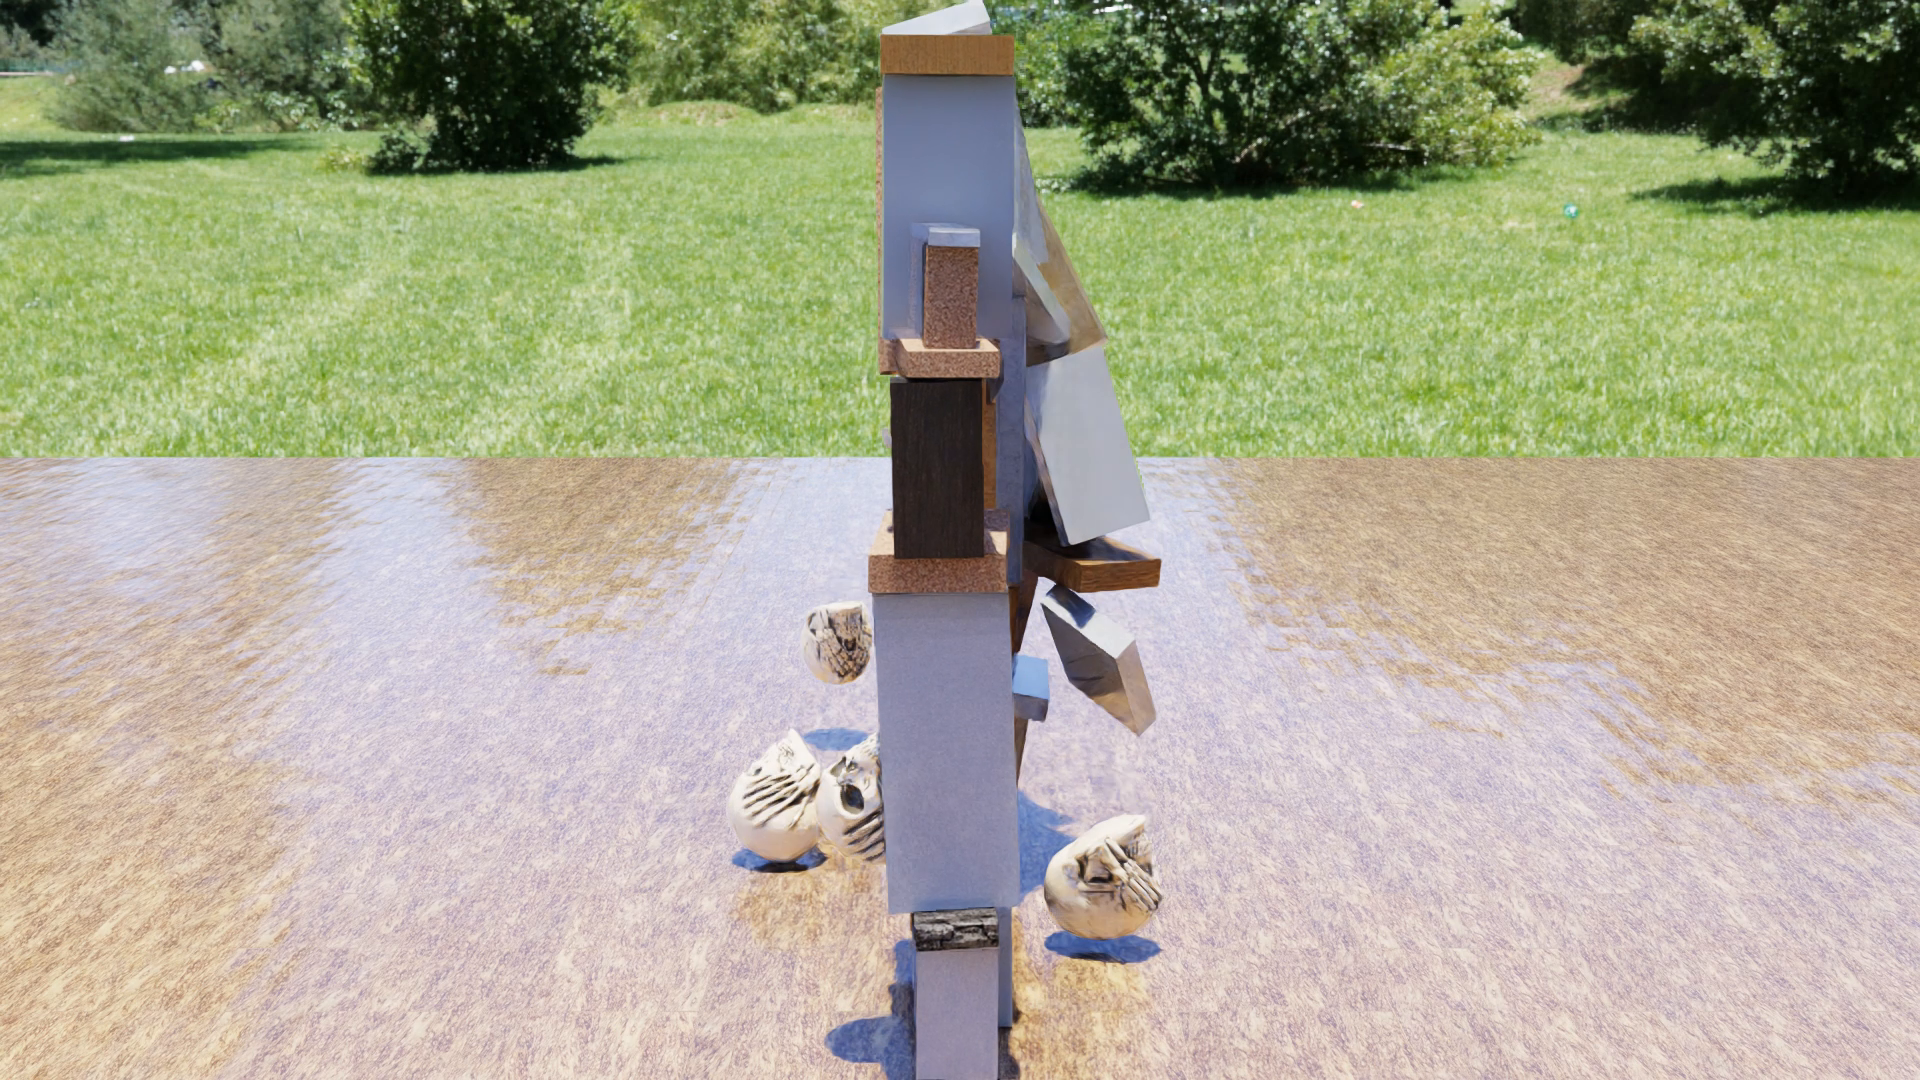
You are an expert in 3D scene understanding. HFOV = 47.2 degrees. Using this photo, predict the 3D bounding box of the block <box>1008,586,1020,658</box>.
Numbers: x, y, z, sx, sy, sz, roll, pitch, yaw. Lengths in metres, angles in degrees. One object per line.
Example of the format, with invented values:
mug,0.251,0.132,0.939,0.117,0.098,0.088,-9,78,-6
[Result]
block,0.050,0.157,3.659,0.085,0.169,0.024,10,8,36

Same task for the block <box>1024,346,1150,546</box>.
block,0.197,-0.152,3.562,0.147,0.293,0.042,-17,4,-17

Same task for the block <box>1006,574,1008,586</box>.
block,-0.021,0.181,3.138,0.174,0.348,0.049,-3,12,-13

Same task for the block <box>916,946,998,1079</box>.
block,-0.005,0.627,2.886,0.107,0.213,0.030,-1,11,-4

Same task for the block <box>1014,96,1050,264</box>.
block,0.028,-0.593,3.518,0.167,0.334,0.047,-11,6,6

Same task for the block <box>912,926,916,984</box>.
block,-0.009,0.599,3.024,0.107,0.213,0.030,-3,11,-2

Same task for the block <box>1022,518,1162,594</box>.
block,0.166,0.015,3.697,0.166,0.047,0.332,-4,17,-36

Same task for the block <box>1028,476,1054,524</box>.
block,0.184,-0.089,3.690,0.103,0.029,0.206,4,-28,-8

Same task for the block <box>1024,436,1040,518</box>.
block,0.099,-0.141,3.764,0.103,0.206,0.029,0,18,-23

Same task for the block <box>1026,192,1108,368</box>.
block,0.077,-0.489,3.676,0.167,0.434,0.047,-27,-6,15

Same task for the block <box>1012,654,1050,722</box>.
block,0.081,0.246,3.822,0.141,0.040,0.283,12,11,-1

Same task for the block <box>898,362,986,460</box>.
block,-0.025,-0.121,2.905,0.113,0.227,0.032,0,10,-3

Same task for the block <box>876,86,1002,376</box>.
block,-0.030,-0.434,3.084,0.169,0.400,0.048,-1,-2,3

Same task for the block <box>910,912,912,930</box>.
block,-0.004,0.473,3.483,0.148,0.296,0.042,0,14,0

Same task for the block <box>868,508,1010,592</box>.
block,-0.023,0.011,2.960,0.174,0.049,0.348,0,10,2

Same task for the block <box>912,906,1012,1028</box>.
block,0.003,0.547,3.122,0.140,0.281,0.040,-1,3,0

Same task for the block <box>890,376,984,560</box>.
block,-0.028,-0.090,2.751,0.113,0.227,0.032,-1,17,0

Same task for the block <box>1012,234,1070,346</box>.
block,0.063,-0.391,3.504,0.147,0.042,0.293,-3,-23,19

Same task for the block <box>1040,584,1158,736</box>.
block,0.235,0.203,3.693,0.166,0.047,0.332,37,-14,26

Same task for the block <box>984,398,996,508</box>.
block,-0.011,-0.080,3.279,0.128,0.257,0.036,0,13,3

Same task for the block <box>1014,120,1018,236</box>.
block,0.020,-0.584,3.437,0.131,0.261,0.037,-3,-6,17

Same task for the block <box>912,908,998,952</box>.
block,-0.011,0.492,2.930,0.107,0.030,0.213,-3,11,-3

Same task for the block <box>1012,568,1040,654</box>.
block,0.021,0.196,4.003,0.166,0.550,0.047,5,48,-7

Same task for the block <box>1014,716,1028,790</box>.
block,0.027,0.415,3.782,0.141,0.283,0.040,9,11,-3

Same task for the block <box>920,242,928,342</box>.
block,-0.016,-0.315,2.804,0.063,0.126,0.018,0,11,-9

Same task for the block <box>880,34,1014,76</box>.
block,-0.020,-0.642,2.950,0.169,0.048,0.337,0,9,-2

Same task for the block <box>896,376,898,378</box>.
block,-0.017,-0.391,4.243,0.140,0.281,0.040,11,24,-25

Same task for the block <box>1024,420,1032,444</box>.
block,0.133,-0.220,3.670,0.103,0.029,0.206,1,30,-22

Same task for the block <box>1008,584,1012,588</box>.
block,0.028,0.071,3.593,0.085,0.024,0.169,5,13,19

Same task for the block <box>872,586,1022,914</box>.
block,-0.017,0.272,2.870,0.174,0.425,0.049,-3,10,-3

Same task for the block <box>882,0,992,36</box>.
block,-0.029,-0.747,3.628,0.167,0.047,0.334,-18,-24,-5

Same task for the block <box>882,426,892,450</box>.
block,-0.047,-0.203,4.150,0.140,0.040,0.281,-13,7,-13

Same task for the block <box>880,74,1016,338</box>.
block,-0.017,-0.433,2.869,0.169,0.338,0.048,0,10,-5

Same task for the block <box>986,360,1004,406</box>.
block,-0.007,-0.240,3.327,0.128,0.036,0.257,1,12,6

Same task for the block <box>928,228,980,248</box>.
block,-0.008,-0.379,2.751,0.063,0.018,0.126,1,10,-1

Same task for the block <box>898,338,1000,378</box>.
block,-0.017,-0.235,2.809,0.113,0.032,0.227,0,10,-4

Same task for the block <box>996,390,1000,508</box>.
block,-0.002,-0.115,3.446,0.128,0.256,0.036,0,12,3

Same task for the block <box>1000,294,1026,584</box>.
block,0.028,-0.160,3.505,0.147,0.464,0.042,2,16,6

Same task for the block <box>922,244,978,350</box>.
block,-0.012,-0.300,2.721,0.063,0.126,0.018,0,12,-11
